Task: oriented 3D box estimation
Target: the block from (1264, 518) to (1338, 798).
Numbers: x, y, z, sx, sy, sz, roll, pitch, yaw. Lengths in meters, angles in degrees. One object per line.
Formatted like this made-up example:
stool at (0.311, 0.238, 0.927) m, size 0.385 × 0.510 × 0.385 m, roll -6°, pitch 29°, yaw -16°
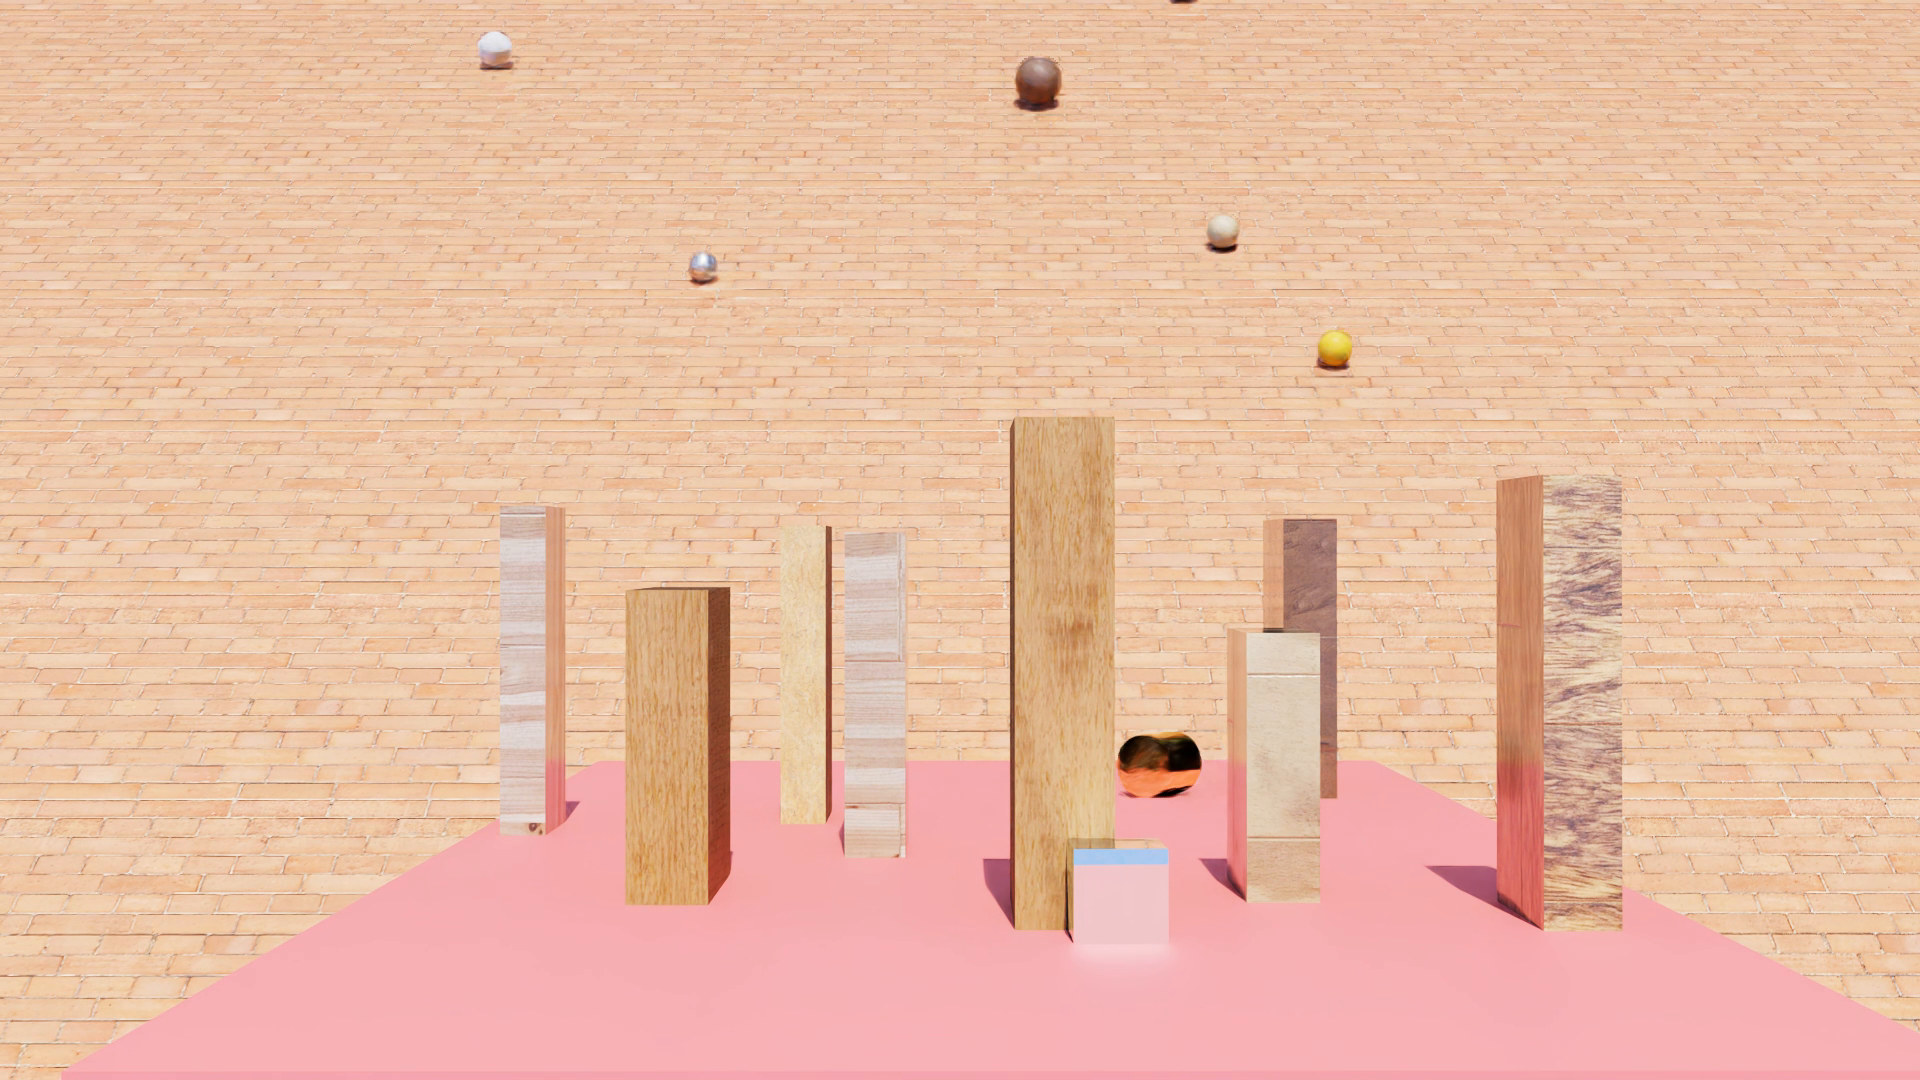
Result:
block at (0.764, 0.259, 5.831) m, size 0.117 × 0.611 × 0.374 m, roll 0°, pitch 0°, yaw 0°

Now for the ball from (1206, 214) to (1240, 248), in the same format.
ball at (0.975, -1.145, 9.605) m, size 0.124 × 0.124 × 0.124 m, roll 0°, pitch 31°, yaw 0°

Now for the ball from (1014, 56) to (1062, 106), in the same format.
ball at (0.328, -1.921, 10.834) m, size 0.200 × 0.200 × 0.200 m, roll 0°, pitch 31°, yaw 0°

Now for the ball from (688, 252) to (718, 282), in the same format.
ball at (-0.926, -0.988, 9.357) m, size 0.108 × 0.108 × 0.108 m, roll 0°, pitch 31°, yaw 0°

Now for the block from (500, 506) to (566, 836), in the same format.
block at (-0.831, 0.249, 5.043) m, size 0.087 × 0.626 × 0.253 m, roll 0°, pitch 0°, yaw 0°

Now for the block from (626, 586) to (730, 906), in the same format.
block at (-0.446, 0.317, 4.134) m, size 0.126 × 0.480 × 0.386 m, roll 0°, pitch 0°, yaw 0°

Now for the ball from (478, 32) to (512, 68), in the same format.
ball at (-2.016, -2.128, 11.229) m, size 0.152 × 0.152 × 0.152 m, roll 0°, pitch 31°, yaw 0°

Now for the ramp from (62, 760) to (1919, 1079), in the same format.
ramp at (0.069, 0.610, 4.679) m, size 2.000 × 0.100 × 4.000 m, roll 0°, pitch 0°, yaw 0°

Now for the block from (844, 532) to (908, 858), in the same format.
block at (-0.150, 0.273, 4.691) m, size 0.107 × 0.573 × 0.270 m, roll 0°, pitch 0°, yaw 0°

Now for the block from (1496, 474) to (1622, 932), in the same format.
block at (0.883, 0.231, 3.830) m, size 0.111 × 0.647 × 0.320 m, roll 0°, pitch 0°, yaw 0°

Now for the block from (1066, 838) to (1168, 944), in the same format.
block at (0.219, 0.489, 3.613) m, size 0.130 × 0.130 × 0.130 m, roll 0°, pitch 0°, yaw -2°

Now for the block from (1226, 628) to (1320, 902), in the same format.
block at (0.496, 0.350, 4.114) m, size 0.113 × 0.413 × 0.290 m, roll 0°, pitch 0°, yaw 0°

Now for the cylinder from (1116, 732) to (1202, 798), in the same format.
cylinder at (0.440, 0.495, 5.718) m, size 0.138 × 0.138 × 0.138 m, roll 22°, pitch 12°, yaw 33°

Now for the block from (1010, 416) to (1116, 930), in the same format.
block at (0.149, 0.190, 3.858) m, size 0.142 × 0.730 × 0.357 m, roll 0°, pitch 0°, yaw 0°

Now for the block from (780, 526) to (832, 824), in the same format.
block at (-0.311, 0.267, 5.251) m, size 0.089 × 0.590 × 0.260 m, roll 0°, pitch 0°, yaw 0°

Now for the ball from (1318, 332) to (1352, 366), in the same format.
ball at (1.271, -0.648, 8.778) m, size 0.117 × 0.117 × 0.117 m, roll 0°, pitch 31°, yaw 0°
